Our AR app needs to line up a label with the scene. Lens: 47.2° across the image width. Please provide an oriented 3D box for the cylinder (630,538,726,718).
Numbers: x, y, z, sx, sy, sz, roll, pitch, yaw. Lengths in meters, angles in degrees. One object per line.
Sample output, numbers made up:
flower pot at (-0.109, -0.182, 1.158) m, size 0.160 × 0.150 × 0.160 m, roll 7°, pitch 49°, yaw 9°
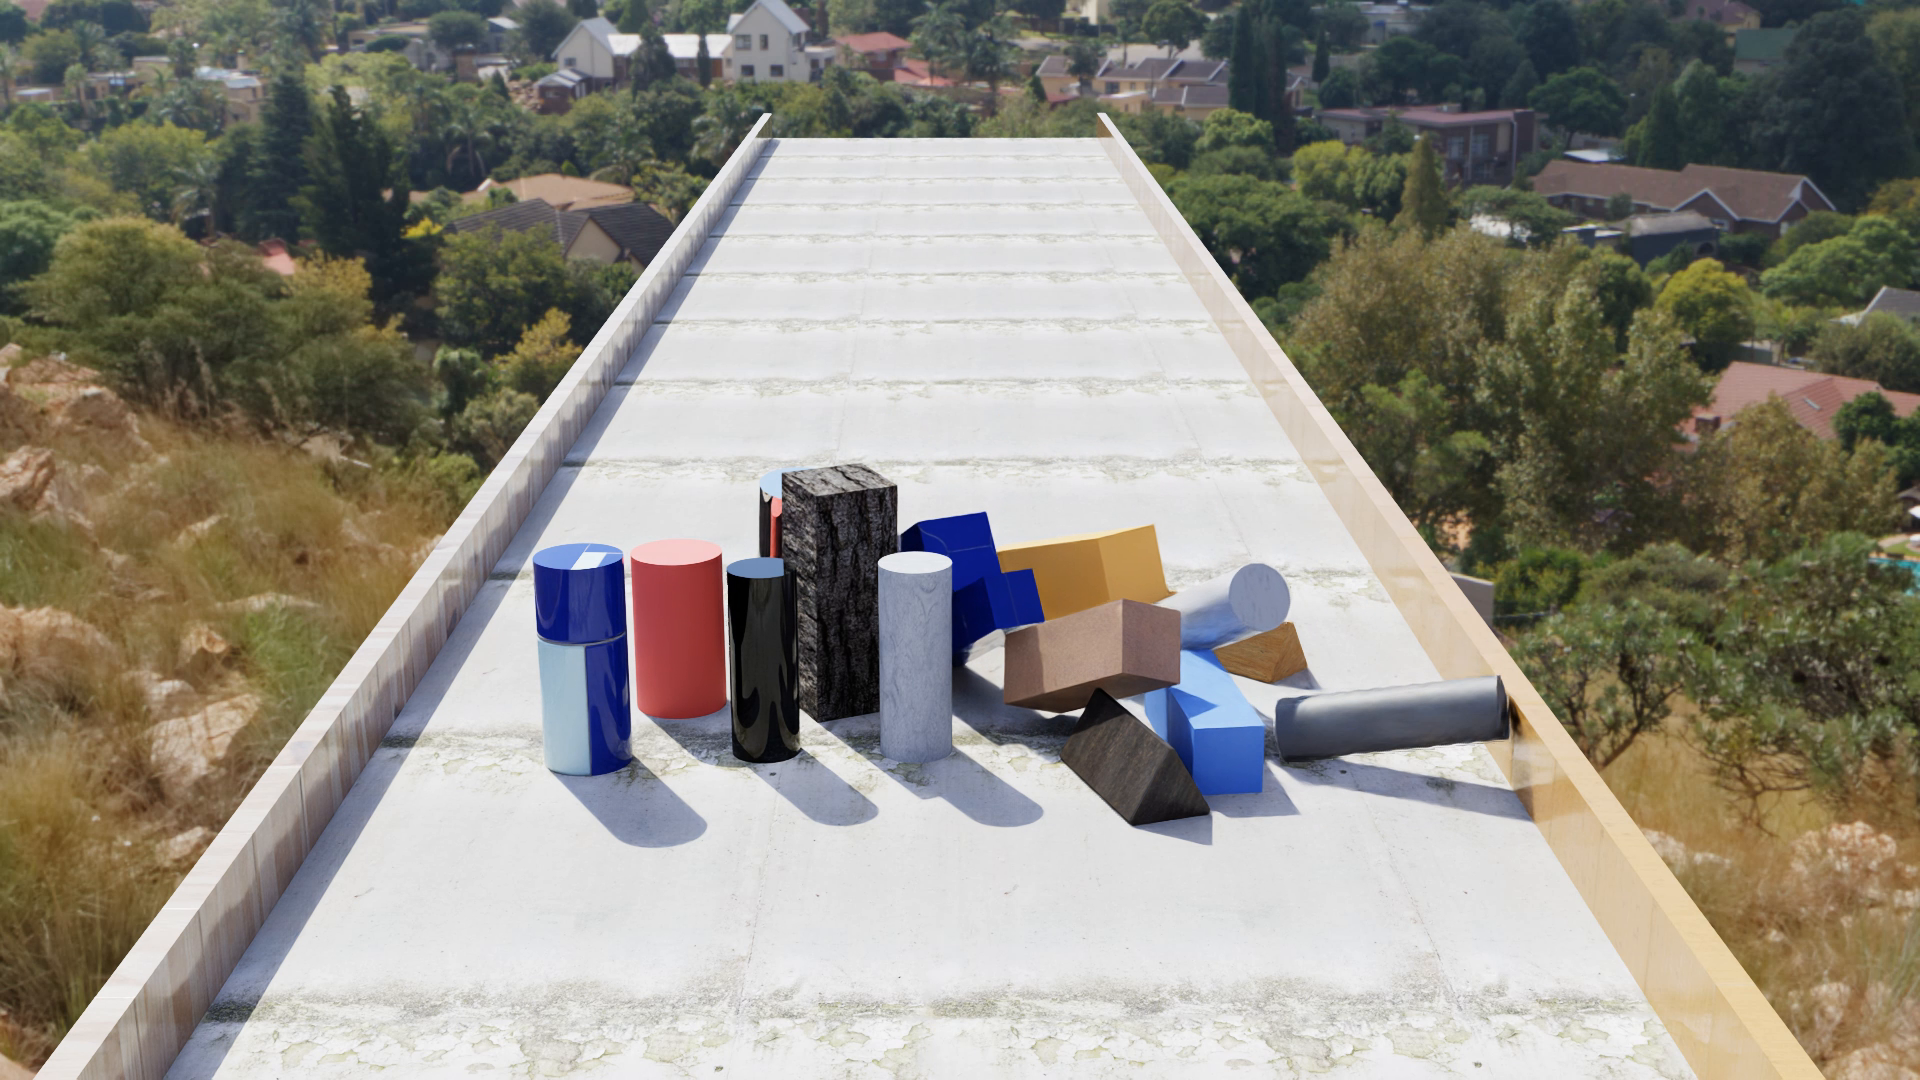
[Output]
cylinder at (-0.529, 0.166, 4.142) m, size 0.170 × 0.301 × 0.170 m, roll 0°, pitch 17°, yaw 0°

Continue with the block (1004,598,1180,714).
block at (0.235, 0.214, 3.972) m, size 0.132 × 0.132 × 0.348 m, roll 13°, pitch -20°, yaw -33°

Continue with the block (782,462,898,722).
block at (-0.226, 0.097, 4.118) m, size 0.162 × 0.441 × 0.162 m, roll -8°, pitch 20°, yaw -26°

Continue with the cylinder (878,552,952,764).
cylinder at (-0.079, 0.208, 3.908) m, size 0.130 × 0.353 × 0.130 m, roll 0°, pitch 17°, yaw 0°

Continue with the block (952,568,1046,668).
block at (0.024, 0.158, 4.203) m, size 0.102 × 0.102 × 0.381 m, roll -8°, pitch -12°, yaw -26°

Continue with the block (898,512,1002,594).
block at (-0.081, 0.082, 4.345) m, size 0.145 × 0.145 × 0.433 m, roll -9°, pitch -12°, yaw -25°

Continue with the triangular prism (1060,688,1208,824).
triangular prism at (0.298, 0.362, 3.778) m, size 0.144 × 0.125 × 0.307 m, roll -6°, pitch 18°, yaw -19°

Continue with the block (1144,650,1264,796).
block at (0.433, 0.320, 3.934) m, size 0.123 × 0.123 × 0.394 m, roll -2°, pitch 17°, yaw -7°

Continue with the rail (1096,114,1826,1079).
rail at (0.932, -0.844, 7.801) m, size 0.050 × 0.150 × 12.000 m, roll 0°, pitch 17°, yaw -1°

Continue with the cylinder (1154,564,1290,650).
cylinder at (0.457, 0.151, 4.159) m, size 0.125 × 0.125 × 0.453 m, roll -7°, pitch -9°, yaw -23°

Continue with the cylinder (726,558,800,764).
cylinder at (-0.348, 0.213, 3.905) m, size 0.123 × 0.344 × 0.123 m, roll 0°, pitch 17°, yaw 0°

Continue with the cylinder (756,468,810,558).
cylinder at (-0.311, 0.068, 4.290) m, size 0.176 × 0.382 × 0.176 m, roll 4°, pitch 24°, yaw -2°

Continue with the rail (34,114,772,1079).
rail at (-1.118, -0.838, 7.780) m, size 0.050 × 0.150 × 12.000 m, roll 0°, pitch 17°, yaw -1°

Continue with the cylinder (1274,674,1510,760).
cylinder at (0.752, 0.311, 3.833) m, size 0.386 × 0.111 × 0.111 m, roll -8°, pitch 13°, yaw 22°

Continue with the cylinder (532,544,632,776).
cylinder at (-0.661, 0.209, 3.859) m, size 0.156 × 0.379 × 0.156 m, roll 0°, pitch 17°, yaw 0°

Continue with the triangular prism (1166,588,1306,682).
triangular prism at (0.521, 0.179, 4.422) m, size 0.345 × 0.110 × 0.127 m, roll 15°, pitch 22°, yaw 41°

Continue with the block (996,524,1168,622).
block at (0.202, 0.076, 4.472) m, size 0.153 × 0.153 × 0.450 m, roll -13°, pitch 3°, yaw -38°
